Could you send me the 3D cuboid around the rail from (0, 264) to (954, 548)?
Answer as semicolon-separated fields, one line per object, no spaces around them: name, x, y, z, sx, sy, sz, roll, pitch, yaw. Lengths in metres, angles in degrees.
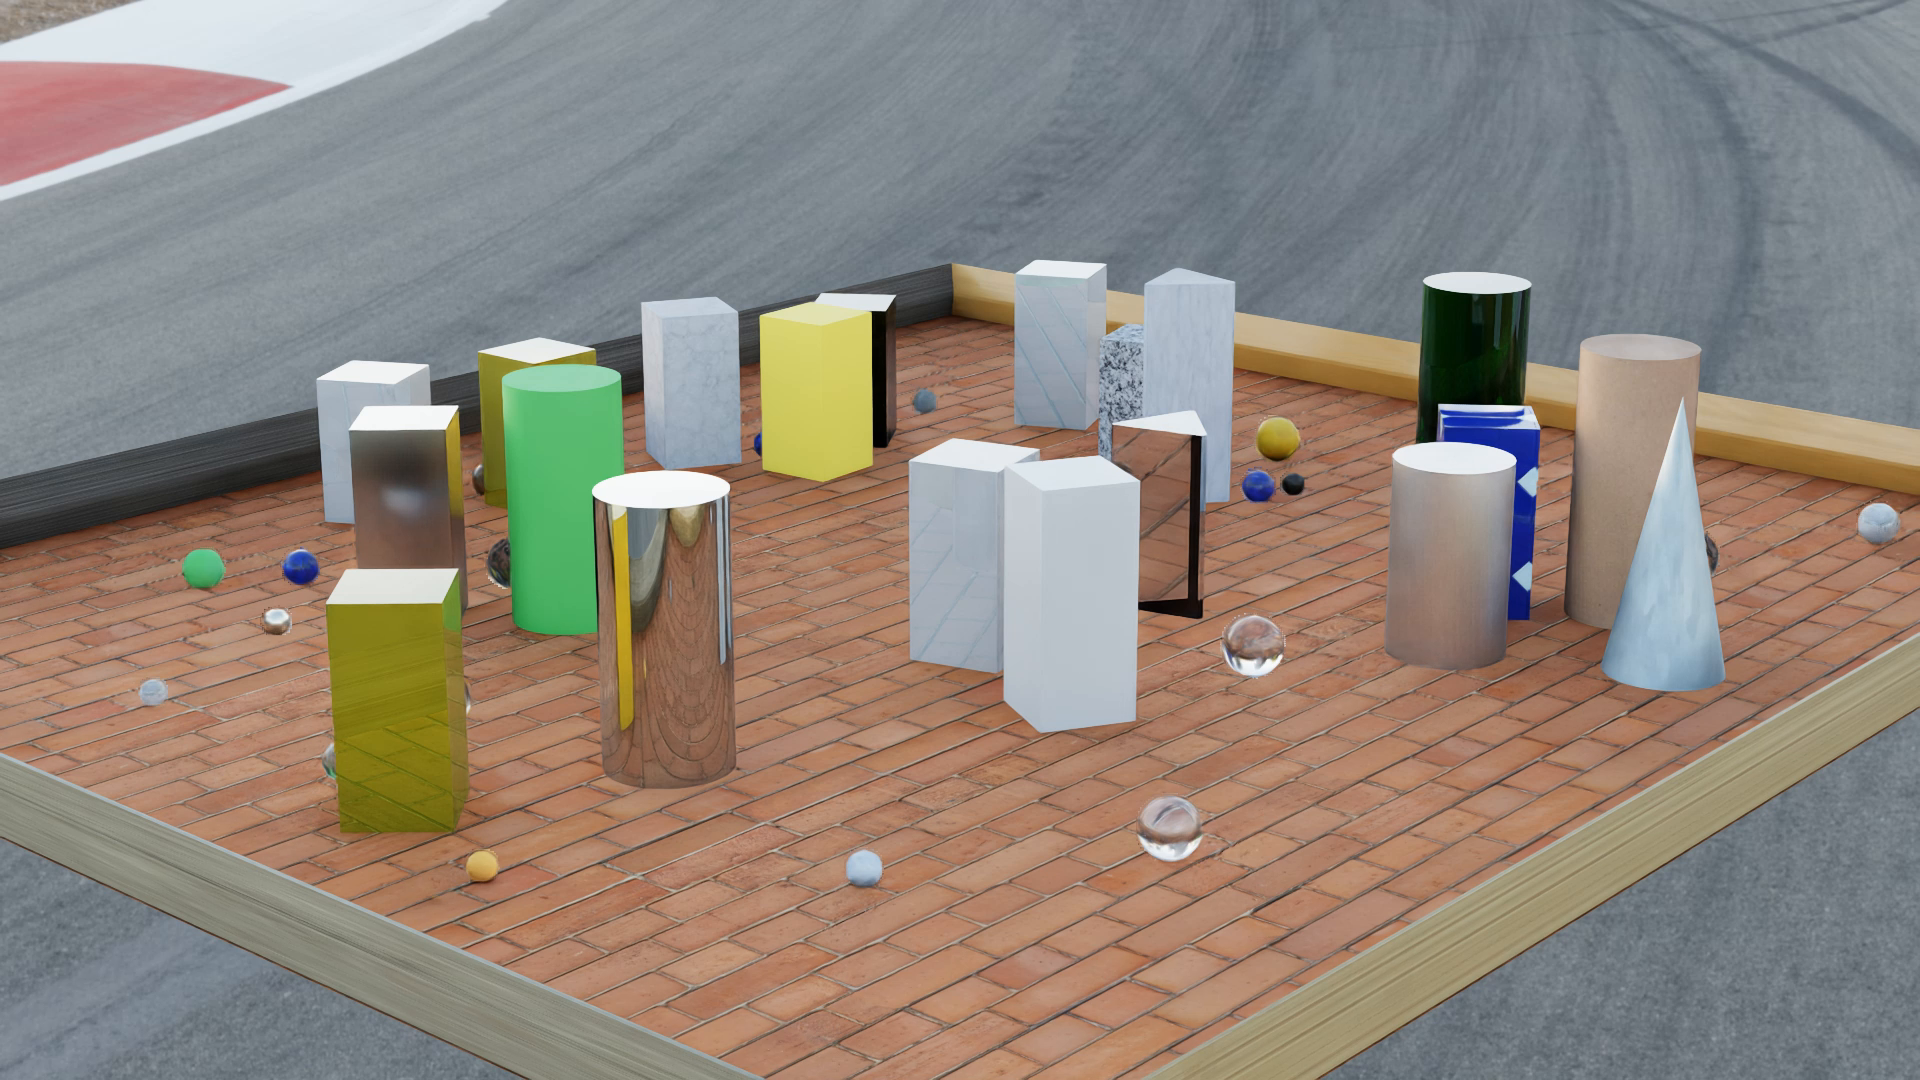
rail;-1.125;-0.250;6.055;0.045;0.129;3.423;14;22;39

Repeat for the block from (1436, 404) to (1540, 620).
block;0.899;-0.049;5.033;0.158;0.336;0.158;1;17;5

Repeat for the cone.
cone;1.139;-0.007;4.685;0.198;0.457;0.198;0;17;0

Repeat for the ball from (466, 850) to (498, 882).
ball;-0.641;0.437;3.929;0.042;0.042;0.042;0;17;0

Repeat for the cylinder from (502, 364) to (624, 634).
cylinder;-0.665;-0.070;4.958;0.198;0.420;0.198;0;17;0

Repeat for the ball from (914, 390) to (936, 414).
ball;-0.076;-0.300;6.360;0.052;0.052;0.052;0;17;0

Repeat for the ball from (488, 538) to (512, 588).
ball;-0.788;0.040;5.166;0.089;0.089;0.089;0;17;0

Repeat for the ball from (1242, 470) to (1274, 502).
ball;0.579;-0.104;5.689;0.063;0.063;0.063;0;17;0

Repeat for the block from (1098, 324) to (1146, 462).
block;0.385;-0.288;5.952;0.158;0.264;0.158;7;18;22

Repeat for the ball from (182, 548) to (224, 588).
ball;-1.333;0.050;5.165;0.071;0.071;0.071;0;17;0

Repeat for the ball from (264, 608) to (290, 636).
ball;-1.146;0.137;4.920;0.045;0.045;0.045;0;17;0

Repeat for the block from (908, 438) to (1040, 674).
block;0.024;0.024;4.790;0.158;0.337;0.158;8;19;25

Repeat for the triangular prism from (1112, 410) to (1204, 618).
triangular prism;0.369;-0.051;5.061;0.171;0.323;0.148;9;19;26

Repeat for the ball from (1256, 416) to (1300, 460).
ball;0.648;-0.206;5.983;0.090;0.090;0.090;0;17;0

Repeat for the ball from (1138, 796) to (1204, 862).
ball;0.286;0.393;3.994;0.090;0.090;0.090;0;17;0

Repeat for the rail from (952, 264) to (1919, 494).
rail;1.107;-0.335;6.340;3.027;0.129;0.045;14;22;39

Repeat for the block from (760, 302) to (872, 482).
block;-0.288;-0.299;5.896;0.158;0.318;0.158;12;21;35

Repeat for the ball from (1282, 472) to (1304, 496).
ball;0.653;-0.109;5.739;0.044;0.044;0.044;0;17;0

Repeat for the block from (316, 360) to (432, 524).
block;-1.110;-0.185;5.584;0.158;0.278;0.158;4;17;13

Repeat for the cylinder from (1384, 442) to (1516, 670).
cylinder;0.802;0.025;4.800;0.198;0.330;0.198;0;17;0

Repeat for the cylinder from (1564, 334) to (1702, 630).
cylinder;1.138;-0.099;4.971;0.198;0.468;0.198;0;17;0

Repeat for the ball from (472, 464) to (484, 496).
ball;-0.920;-0.118;5.728;0.068;0.068;0.068;0;17;0

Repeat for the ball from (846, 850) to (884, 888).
ball;-0.128;0.439;3.910;0.050;0.050;0.050;0;17;0

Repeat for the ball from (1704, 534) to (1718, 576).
ball;1.290;0.031;5.181;0.098;0.098;0.098;0;17;0

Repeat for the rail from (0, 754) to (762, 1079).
rail;-1.107;0.400;3.900;3.027;0.129;0.045;14;22;39

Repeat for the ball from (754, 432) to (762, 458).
ball;-0.388;-0.195;5.981;0.064;0.064;0.064;0;17;0

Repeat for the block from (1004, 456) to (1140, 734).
block;0.170;0.082;4.516;0.158;0.384;0.158;-6;18;-19

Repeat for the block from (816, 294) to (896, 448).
block;-0.222;-0.355;6.129;0.158;0.290;0.158;2;17;6

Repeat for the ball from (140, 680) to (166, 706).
ball;-1.263;0.239;4.588;0.042;0.042;0.042;0;17;0

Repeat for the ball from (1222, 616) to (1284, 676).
ball;0.472;0.171;4.715;0.099;0.099;0.099;0;17;0

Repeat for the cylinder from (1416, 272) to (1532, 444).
cylinder;0.958;-0.255;5.495;0.198;0.463;0.198;0;17;0

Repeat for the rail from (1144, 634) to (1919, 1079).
rail;1.125;0.314;4.185;0.045;0.129;3.423;14;22;39

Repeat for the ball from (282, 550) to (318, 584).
ball;-1.166;0.048;5.187;0.062;0.062;0.062;0;17;0

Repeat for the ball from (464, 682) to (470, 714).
ball;-0.795;0.244;4.477;0.095;0.095;0.095;0;17;0

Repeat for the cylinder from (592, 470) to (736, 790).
cylinder;-0.431;0.130;4.287;0.198;0.424;0.198;0;17;0

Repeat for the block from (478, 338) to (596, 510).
block;-0.809;-0.218;5.652;0.158;0.302;0.158;14;21;38

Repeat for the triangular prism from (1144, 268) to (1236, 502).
triangular prism;0.431;-0.302;5.704;0.171;0.433;0.148;-2;17;-5

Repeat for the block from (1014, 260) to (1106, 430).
block;0.215;-0.419;6.276;0.158;0.327;0.158;5;18;17

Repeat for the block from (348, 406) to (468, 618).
block;-0.929;-0.035;4.956;0.158;0.354;0.158;0;17;-2

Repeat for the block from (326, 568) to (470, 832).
block;-0.788;0.225;4.124;0.158;0.336;0.158;0;17;-1

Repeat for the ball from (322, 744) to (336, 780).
ball;-0.900;0.323;4.278;0.061;0.061;0.061;0;17;0

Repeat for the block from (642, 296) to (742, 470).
block;-0.547;-0.321;5.974;0.158;0.313;0.158;-6;18;-20

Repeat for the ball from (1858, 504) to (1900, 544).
ball;1.701;-0.031;5.428;0.075;0.075;0.075;0;17;0
